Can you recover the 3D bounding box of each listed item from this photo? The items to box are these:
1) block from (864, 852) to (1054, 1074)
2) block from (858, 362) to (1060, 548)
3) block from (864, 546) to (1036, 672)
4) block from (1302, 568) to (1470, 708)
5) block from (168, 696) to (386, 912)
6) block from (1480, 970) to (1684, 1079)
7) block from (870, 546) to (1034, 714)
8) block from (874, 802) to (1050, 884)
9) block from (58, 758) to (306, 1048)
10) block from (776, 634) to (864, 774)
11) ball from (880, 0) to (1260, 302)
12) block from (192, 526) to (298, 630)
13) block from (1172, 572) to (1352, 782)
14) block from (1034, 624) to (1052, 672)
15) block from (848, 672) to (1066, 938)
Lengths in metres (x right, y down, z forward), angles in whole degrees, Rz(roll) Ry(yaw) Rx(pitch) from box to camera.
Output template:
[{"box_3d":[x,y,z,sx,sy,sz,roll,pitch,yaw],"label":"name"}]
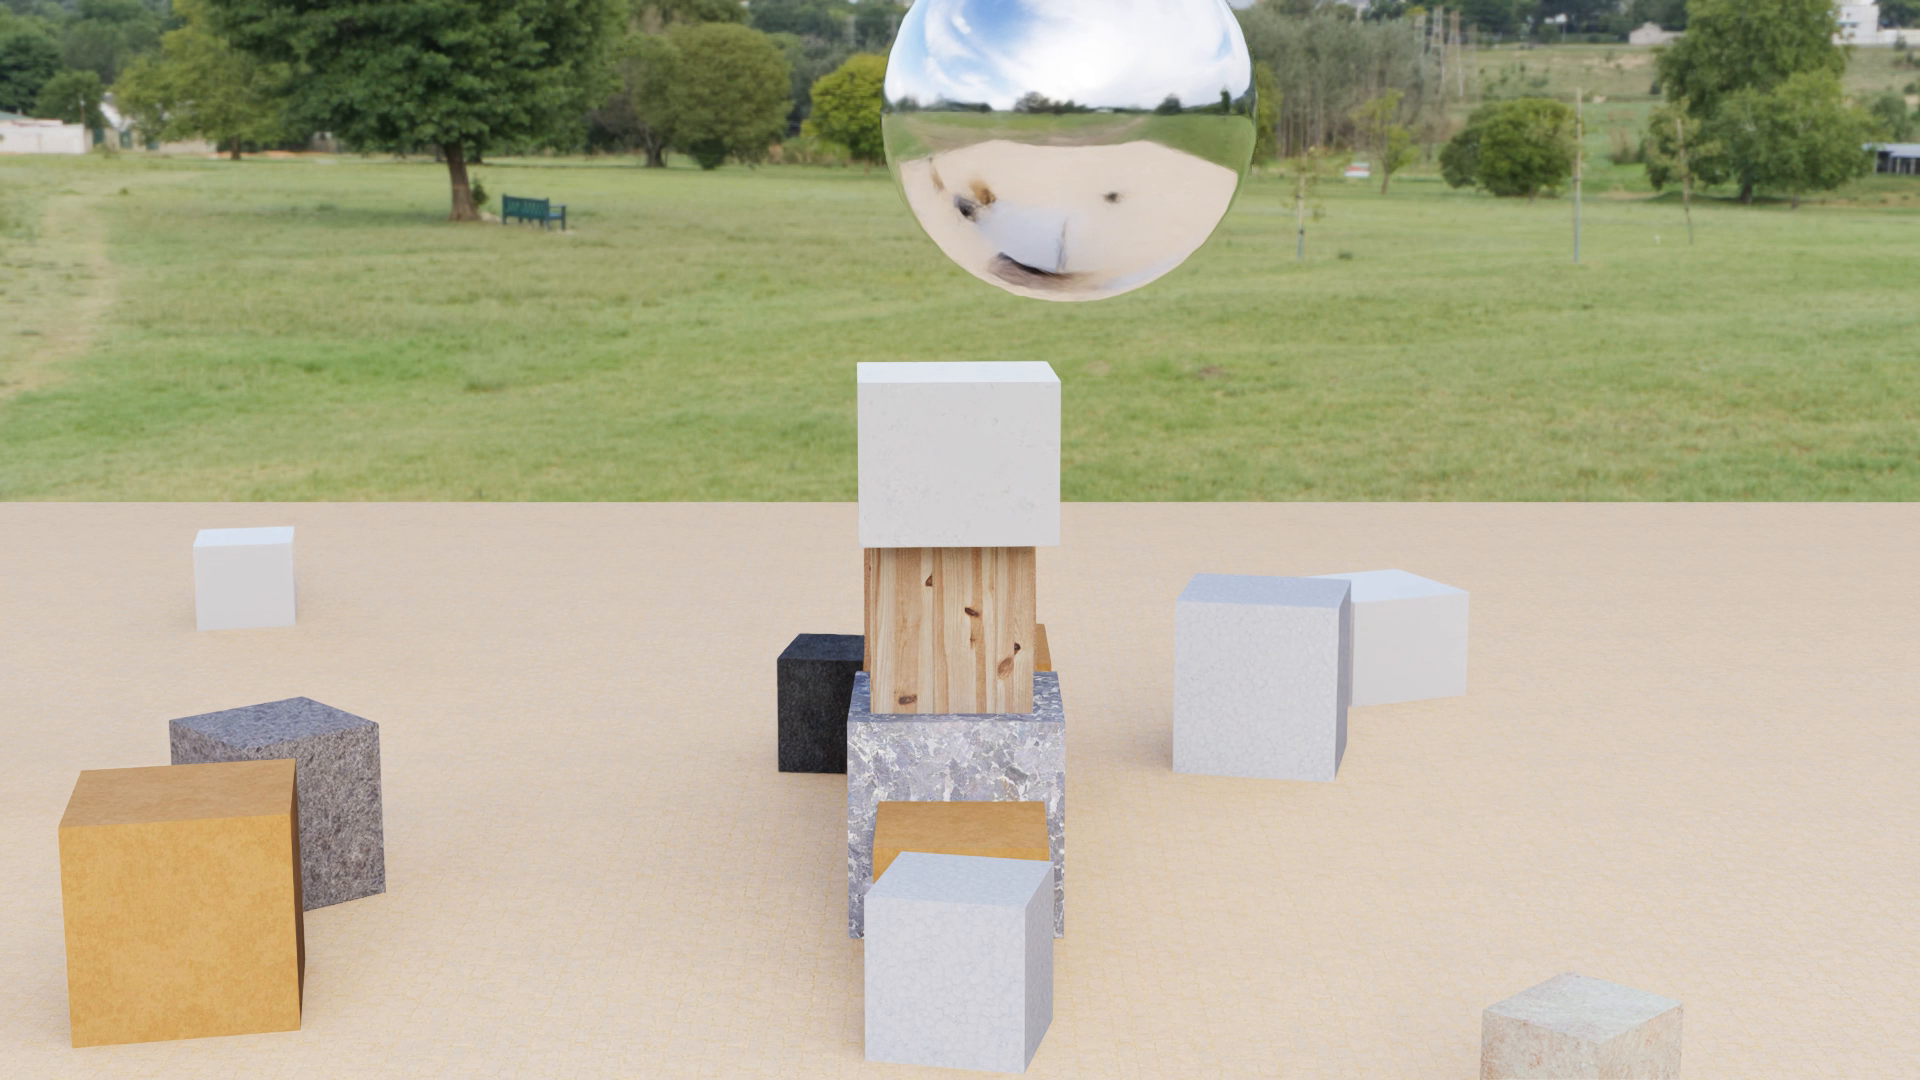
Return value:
[{"box_3d":[0.004,1.536,9.393,0.585,0.617,0.551,2,11,12],"label":"block"},{"box_3d":[-0.017,-0.357,10.394,0.792,0.652,0.711,0,10,-2],"label":"block"},{"box_3d":[-0.054,0.195,11.610,0.754,0.760,0.731,0,0,-2],"label":"block"},{"box_3d":[2.401,0.556,14.833,0.752,0.600,0.760,-4,11,-22],"label":"block"},{"box_3d":[-2.953,1.154,11.104,0.637,0.756,0.664,-9,14,-42],"label":"block"},{"box_3d":[2.045,1.769,8.456,0.436,0.493,0.520,10,14,44],"label":"block"},{"box_3d":[-0.038,0.279,10.818,0.668,0.752,0.713,0,10,-1],"label":"block"},{"box_3d":[0.005,1.409,10.175,0.674,0.587,0.642,0,10,0],"label":"block"},{"box_3d":[-2.934,1.360,9.758,0.808,0.834,0.796,-2,11,-13],"label":"block"},{"box_3d":[-0.568,0.844,13.265,0.641,0.593,0.607,1,10,7],"label":"block"},{"box_3d":[0.460,-1.807,10.852,1.600,1.600,1.600,0,10,0],"label":"ball"},{"box_3d":[-4.649,0.242,16.722,0.608,0.542,0.628,-2,11,-12],"label":"block"},{"box_3d":[1.567,0.695,13.251,0.818,0.891,0.757,2,11,13],"label":"block"},{"box_3d":[-0.014,0.887,12.475,0.878,0.791,0.889,0,10,0],"label":"block"},{"box_3d":[-0.015,1.108,10.916,0.884,0.915,0.907,0,10,0],"label":"block"}]
